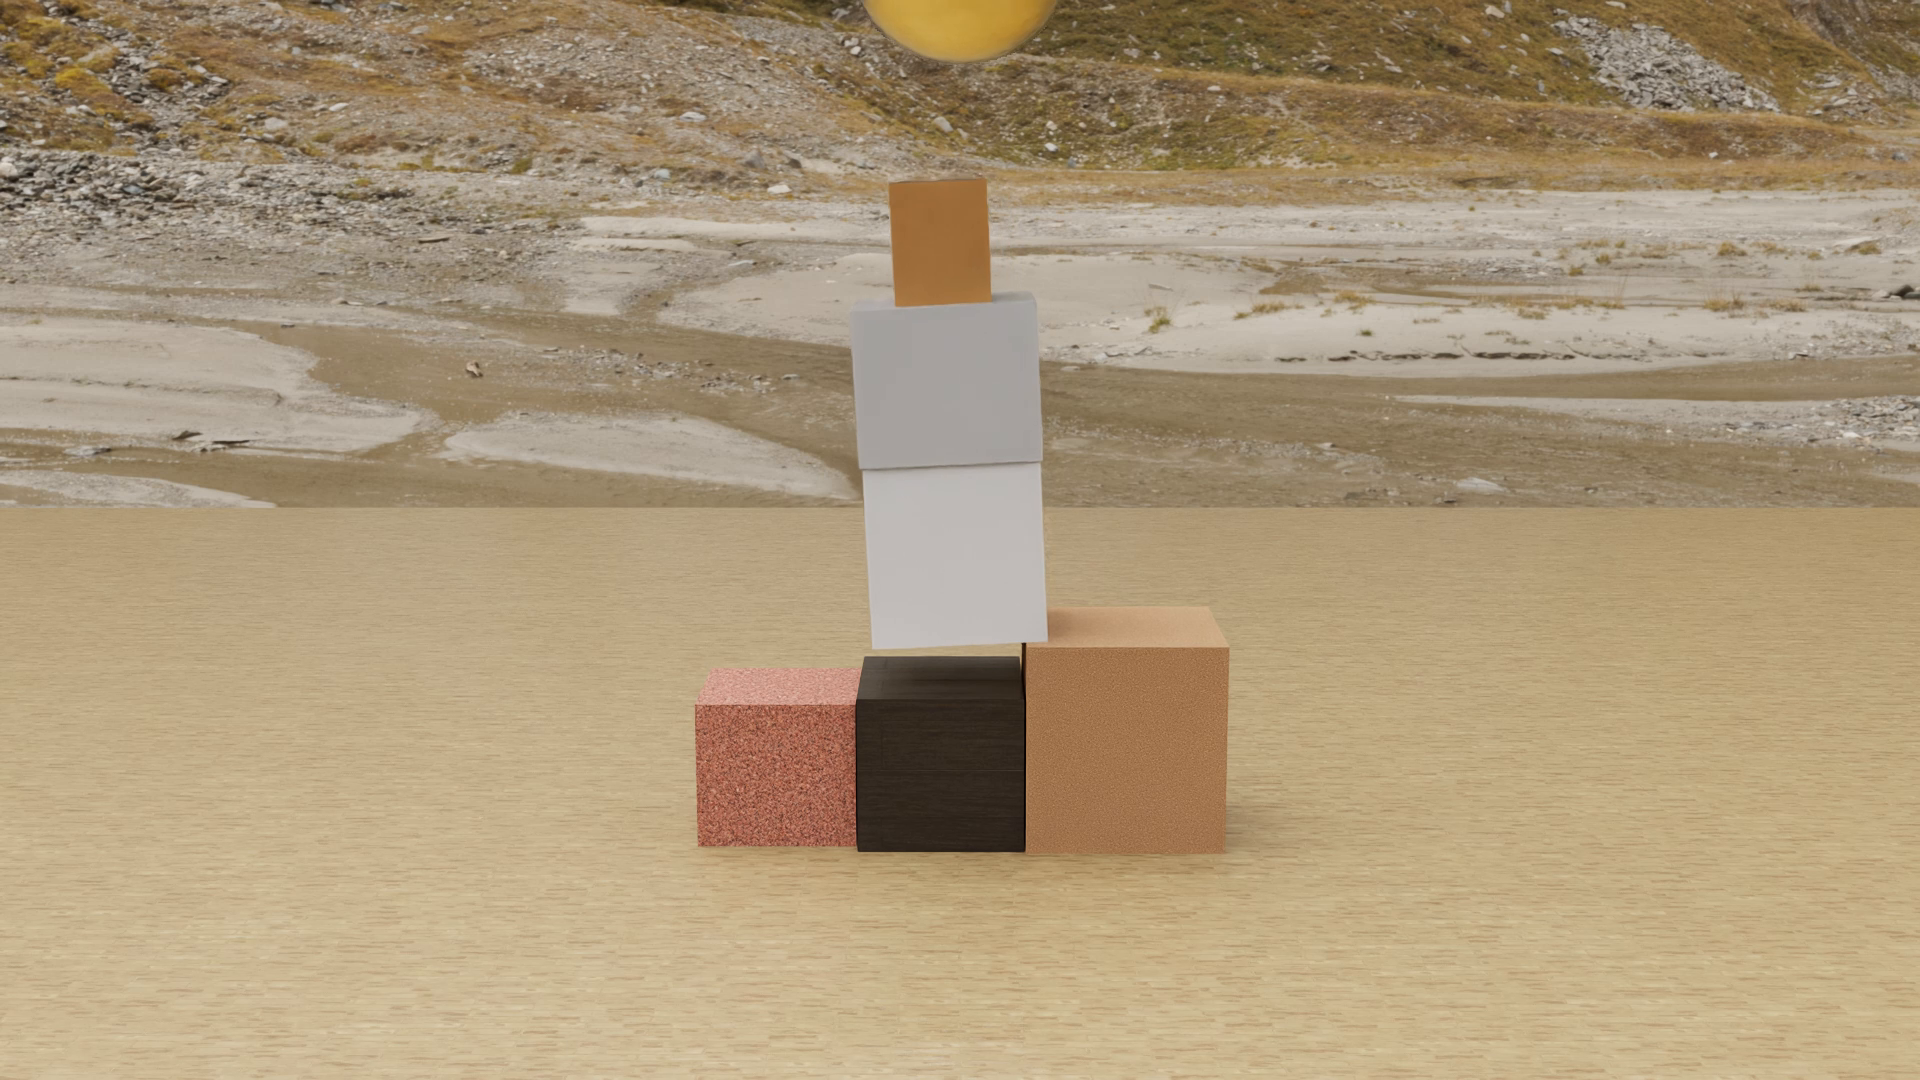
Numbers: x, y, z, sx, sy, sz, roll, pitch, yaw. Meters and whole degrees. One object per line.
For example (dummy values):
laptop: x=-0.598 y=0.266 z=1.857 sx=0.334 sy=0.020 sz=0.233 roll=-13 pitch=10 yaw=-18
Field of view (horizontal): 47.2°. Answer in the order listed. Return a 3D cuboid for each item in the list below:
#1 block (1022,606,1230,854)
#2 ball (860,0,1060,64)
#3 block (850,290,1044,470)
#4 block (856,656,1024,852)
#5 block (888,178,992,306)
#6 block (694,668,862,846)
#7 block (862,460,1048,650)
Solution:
block: x=0.824 y=0.959 z=11.342 sx=0.993 sy=1.055 sz=0.958 roll=0 pitch=10 yaw=0
ball: x=0.000 y=-4.200 z=15.605 sx=1.600 sy=1.600 sz=1.600 roll=0 pitch=10 yaw=0
block: x=-0.062 y=-0.817 z=11.043 sx=0.899 sy=0.769 sz=0.839 roll=-3 pitch=10 yaw=0
block: x=-0.097 y=1.090 z=11.368 sx=0.829 sy=0.787 sz=0.920 roll=0 pitch=10 yaw=0
block: x=-0.094 y=-1.481 z=10.895 sx=0.473 sy=0.592 sz=0.483 roll=-3 pitch=10 yaw=0
block: x=-0.921 y=1.112 z=11.391 sx=0.800 sy=0.736 sz=0.774 roll=0 pitch=10 yaw=0
block: x=-0.022 y=0.007 z=11.187 sx=0.869 sy=0.907 sz=0.781 roll=-3 pitch=10 yaw=0
